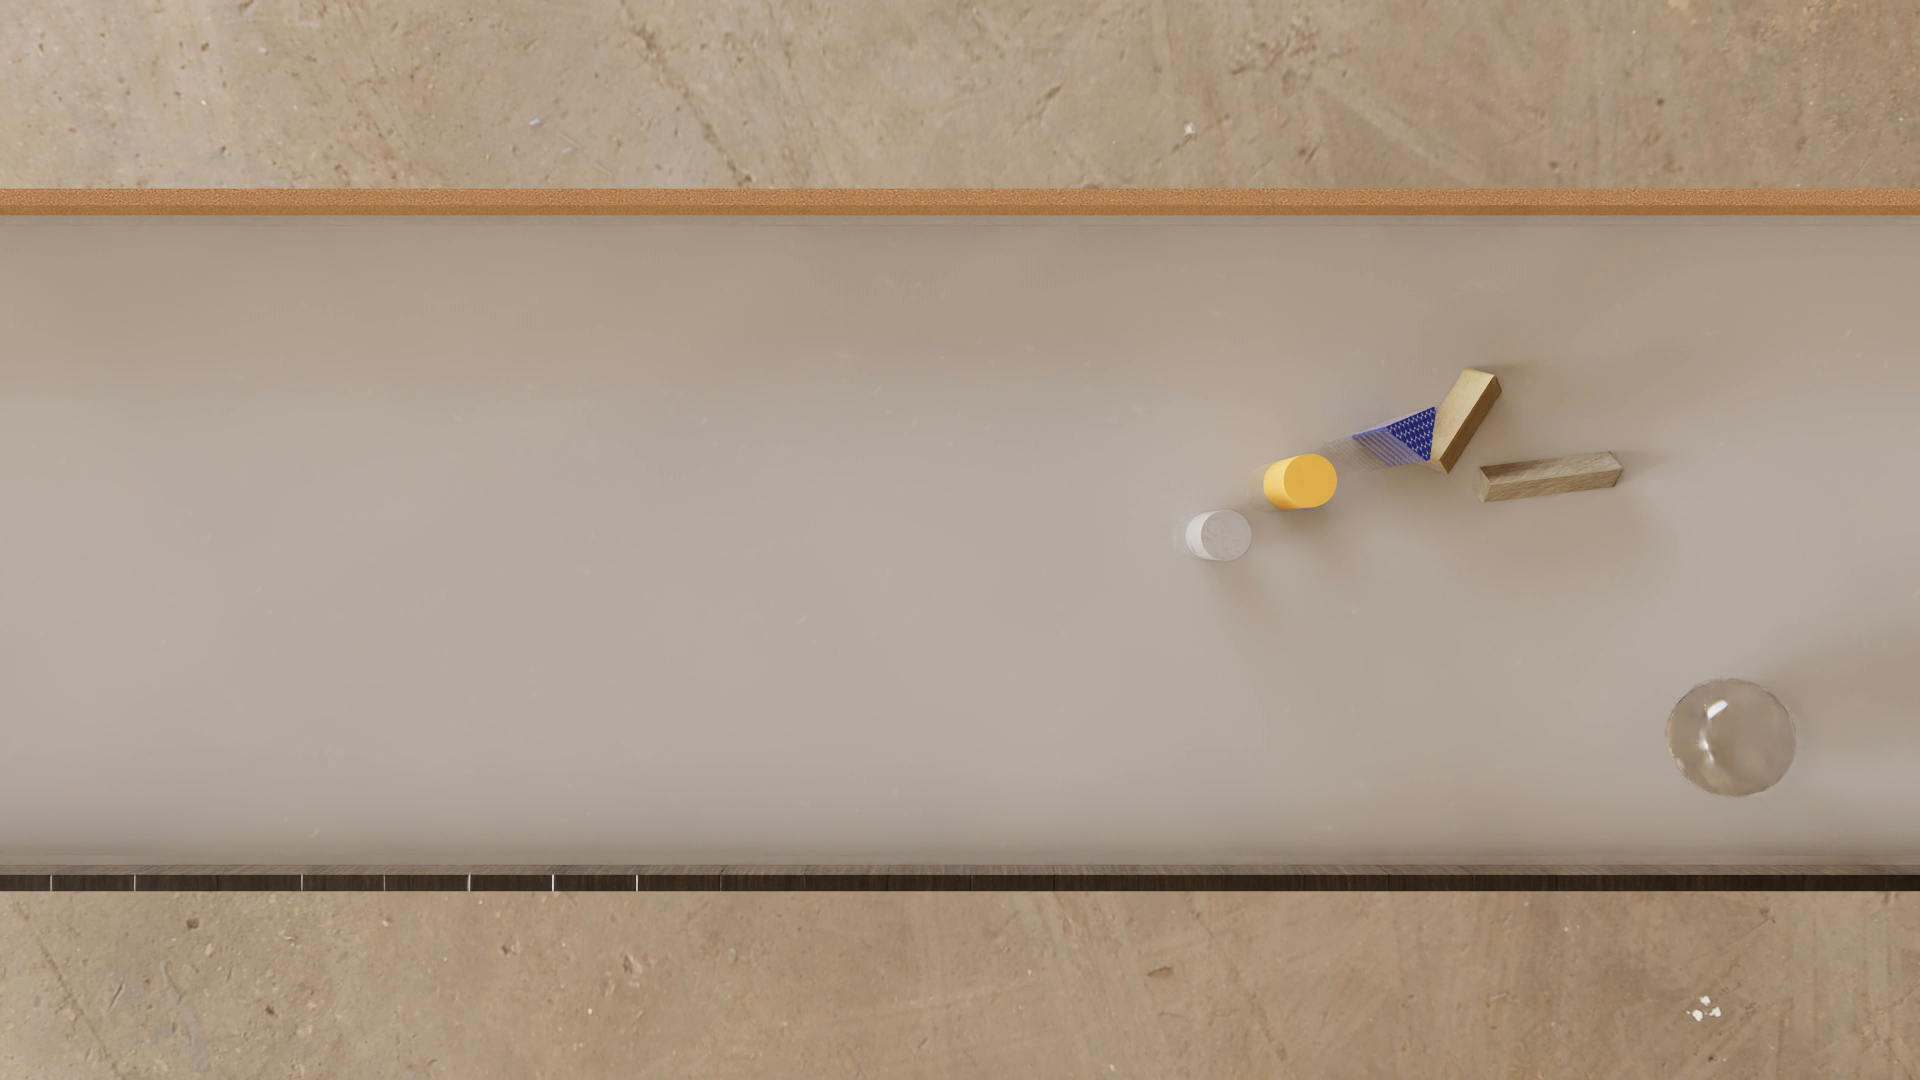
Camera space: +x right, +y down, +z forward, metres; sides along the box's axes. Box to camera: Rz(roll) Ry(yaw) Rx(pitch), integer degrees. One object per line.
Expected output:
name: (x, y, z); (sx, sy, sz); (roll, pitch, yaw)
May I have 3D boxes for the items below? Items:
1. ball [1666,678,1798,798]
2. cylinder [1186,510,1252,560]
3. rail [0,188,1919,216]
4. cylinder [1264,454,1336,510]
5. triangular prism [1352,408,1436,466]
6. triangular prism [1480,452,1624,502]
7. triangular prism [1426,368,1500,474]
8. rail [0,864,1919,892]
ball: (2.290, 0.588, 4.900); (0.352, 0.352, 0.352); (0, 90, 0)
cylinder: (0.769, -0.013, 4.921); (0.148, 0.311, 0.148); (0, 90, 0)
rail: (-2.247, -1.025, 5.002); (12.000, 0.150, 0.050); (0, 90, 0)
cylinder: (1.011, -0.172, 4.919); (0.155, 0.316, 0.155); (0, 90, 0)
triangular prism: (1.306, -0.323, 4.874); (0.152, 0.406, 0.131); (38, 90, 0)
triangular prism: (1.805, -0.193, 5.027); (0.406, 0.093, 0.108); (-7, 90, 0)
triangular prism: (1.528, -0.366, 5.018); (0.128, 0.111, 0.306); (33, 90, 0)
rail: (-2.247, 1.025, 5.001); (12.000, 0.150, 0.050); (0, 90, 0)
